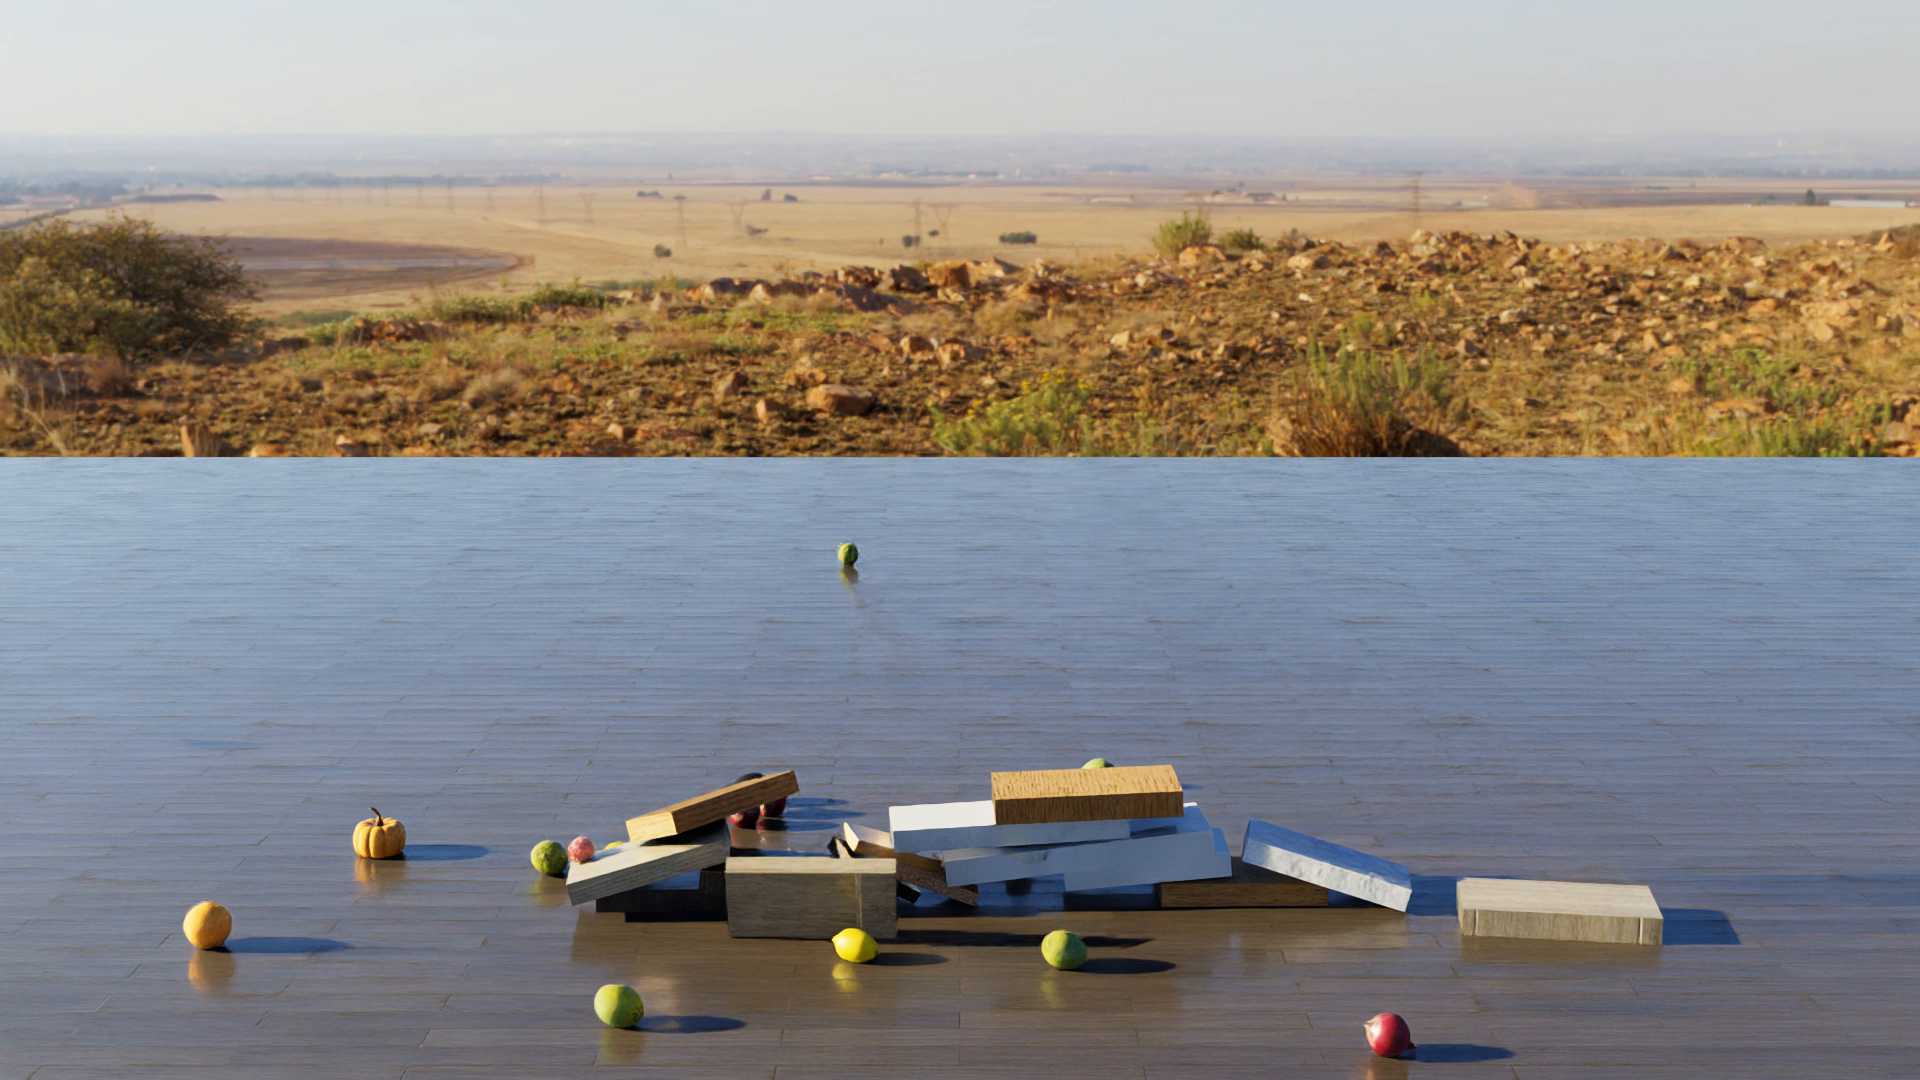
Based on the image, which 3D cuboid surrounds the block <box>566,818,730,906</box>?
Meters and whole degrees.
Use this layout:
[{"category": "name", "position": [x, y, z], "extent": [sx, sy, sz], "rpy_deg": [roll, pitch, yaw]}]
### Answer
[{"category": "block", "position": [-0.507, 0.523, 3.595], "extent": [0.262, 0.037, 0.131], "rpy_deg": [-16, 11, -3]}]

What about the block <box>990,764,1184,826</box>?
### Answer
[{"category": "block", "position": [0.208, 0.421, 3.638], "extent": [0.305, 0.043, 0.153], "rpy_deg": [-2, 10, -1]}]

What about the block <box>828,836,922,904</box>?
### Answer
[{"category": "block", "position": [-0.141, 0.542, 3.612], "extent": [0.155, 0.022, 0.077], "rpy_deg": [31, 7, -31]}]

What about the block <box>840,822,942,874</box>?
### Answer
[{"category": "block", "position": [-0.113, 0.507, 3.626], "extent": [0.155, 0.022, 0.077], "rpy_deg": [18, 8, -24]}]

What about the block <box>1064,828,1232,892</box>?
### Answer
[{"category": "block", "position": [0.309, 0.532, 3.672], "extent": [0.274, 0.039, 0.137], "rpy_deg": [-5, 11, 2]}]

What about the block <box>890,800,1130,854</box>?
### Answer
[{"category": "block", "position": [0.079, 0.467, 3.637], "extent": [0.386, 0.037, 0.132], "rpy_deg": [-3, 10, -4]}]

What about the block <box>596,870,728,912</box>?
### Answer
[{"category": "block", "position": [-0.464, 0.575, 3.646], "extent": [0.262, 0.037, 0.131], "rpy_deg": [0, 11, -3]}]

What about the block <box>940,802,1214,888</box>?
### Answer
[{"category": "block", "position": [0.190, 0.505, 3.657], "extent": [0.441, 0.043, 0.153], "rpy_deg": [-6, 11, -3]}]

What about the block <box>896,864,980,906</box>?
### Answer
[{"category": "block", "position": [-0.047, 0.557, 3.634], "extent": [0.155, 0.022, 0.077], "rpy_deg": [21, 8, -9]}]

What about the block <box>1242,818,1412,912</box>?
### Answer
[{"category": "block", "position": [0.606, 0.536, 3.640], "extent": [0.274, 0.039, 0.137], "rpy_deg": [17, 10, 6]}]

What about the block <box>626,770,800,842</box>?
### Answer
[{"category": "block", "position": [-0.410, 0.444, 3.664], "extent": [0.264, 0.037, 0.132], "rpy_deg": [-14, -2, -44]}]

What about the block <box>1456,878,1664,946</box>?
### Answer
[{"category": "block", "position": [0.957, 0.594, 3.529], "extent": [0.305, 0.043, 0.153], "rpy_deg": [2, 11, 8]}]

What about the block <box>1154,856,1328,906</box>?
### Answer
[{"category": "block", "position": [0.466, 0.570, 3.673], "extent": [0.274, 0.039, 0.137], "rpy_deg": [0, 11, -1]}]

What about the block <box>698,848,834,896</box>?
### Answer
[{"category": "block", "position": [-0.293, 0.549, 3.607], "extent": [0.262, 0.037, 0.131], "rpy_deg": [5, 10, -5]}]

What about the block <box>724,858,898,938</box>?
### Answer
[{"category": "block", "position": [-0.232, 0.561, 3.450], "extent": [0.264, 0.132, 0.037], "rpy_deg": [0, 32, 0]}]
